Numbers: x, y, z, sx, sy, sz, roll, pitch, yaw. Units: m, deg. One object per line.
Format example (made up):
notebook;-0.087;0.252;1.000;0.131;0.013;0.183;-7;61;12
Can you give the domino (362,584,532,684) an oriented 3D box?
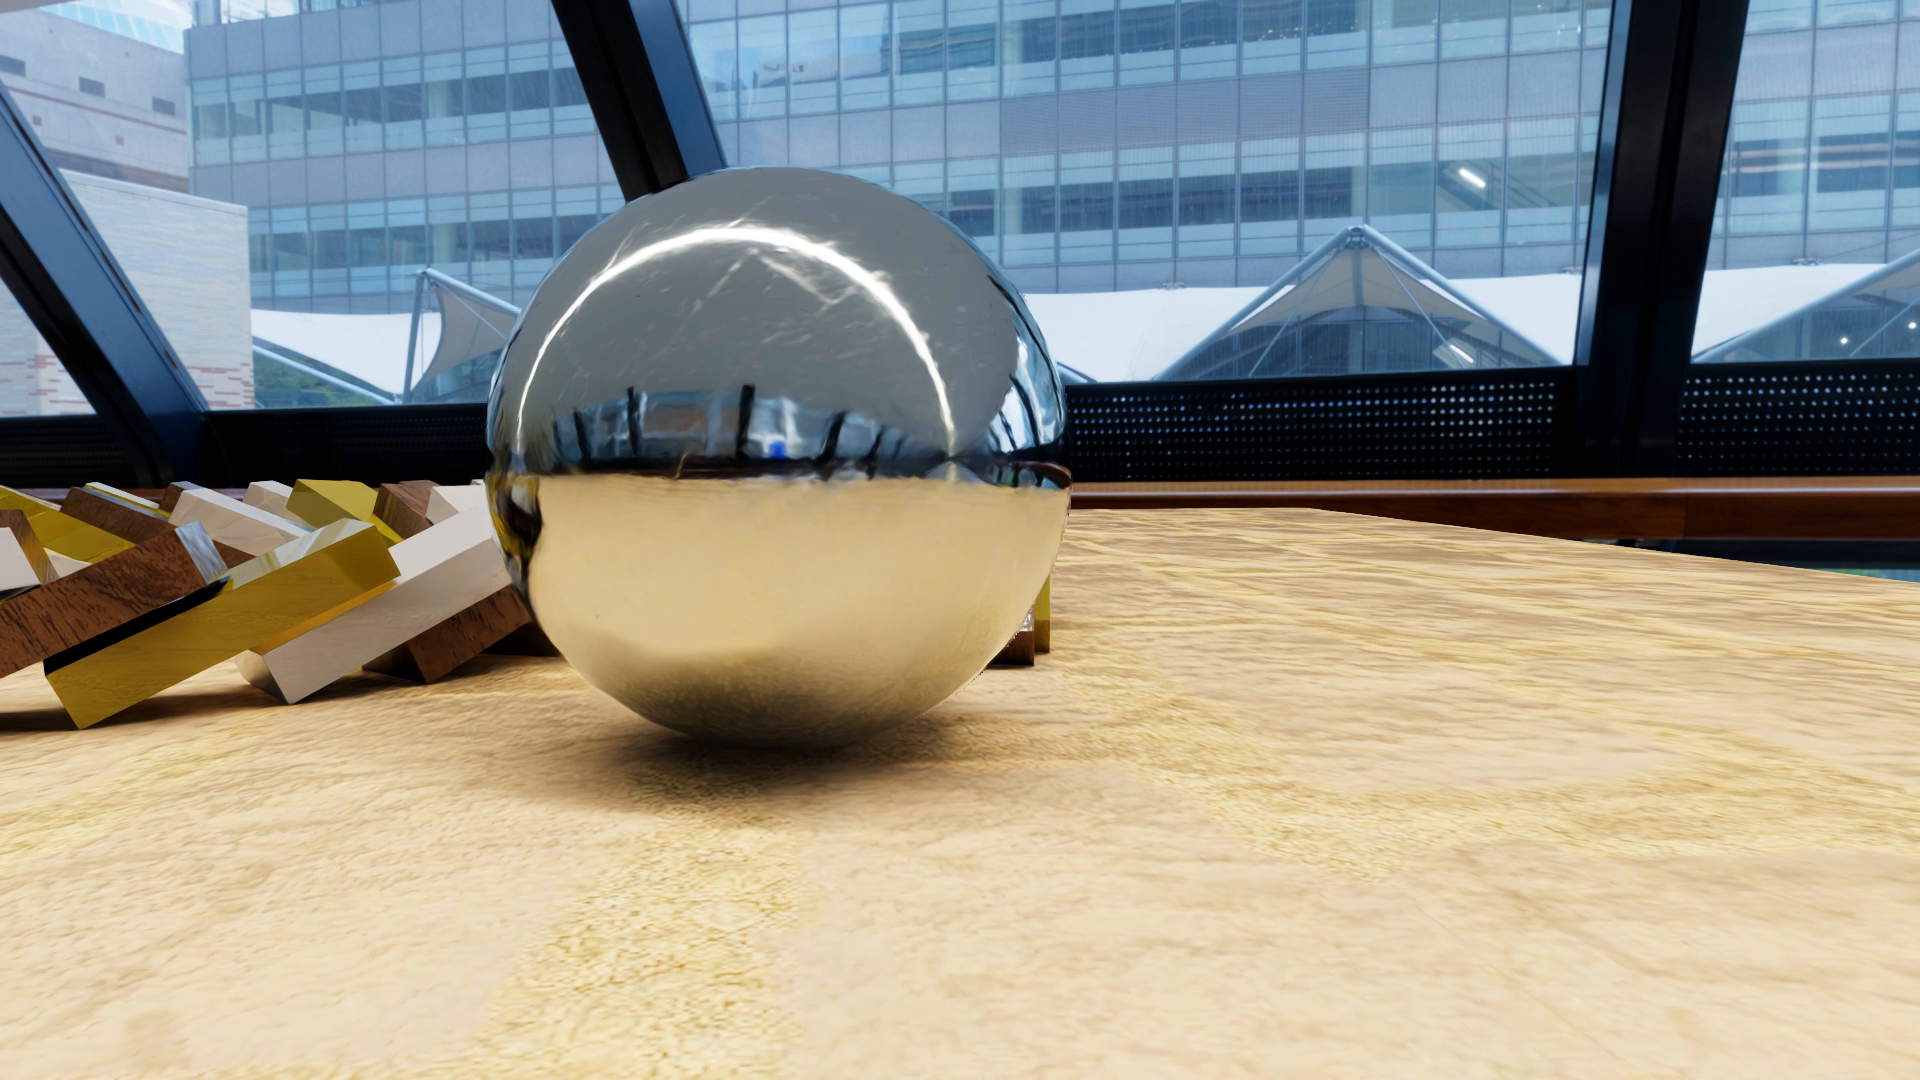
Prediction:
domino;-0.090;0.009;0.249;0.025;0.009;0.050;4;30;40

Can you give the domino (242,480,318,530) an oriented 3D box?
domino;-0.233;-0.007;0.471;0.050;0.009;0.025;23;-1;-12

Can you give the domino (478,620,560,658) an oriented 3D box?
domino;-0.088;0.007;0.278;0.025;0.009;0.050;1;30;13

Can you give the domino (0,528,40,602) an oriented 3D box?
domino;-0.164;0.014;0.182;0.050;0.009;0.025;-25;6;-1

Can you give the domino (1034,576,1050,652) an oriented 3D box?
domino;0.007;0.003;0.278;0.025;0.009;0.050;0;42;4

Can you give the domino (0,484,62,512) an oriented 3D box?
domino;-0.297;-0.005;0.432;0.050;0.010;0.025;27;-13;-35

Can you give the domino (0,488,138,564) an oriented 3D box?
domino;-0.234;0.001;0.339;0.025;0.009;0.050;3;-23;37

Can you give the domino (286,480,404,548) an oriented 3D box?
domino;-0.172;-0.002;0.383;0.050;0.009;0.025;29;9;15

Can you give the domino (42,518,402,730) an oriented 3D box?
domino;-0.121;0.012;0.212;0.050;0.010;0.025;-31;21;-30

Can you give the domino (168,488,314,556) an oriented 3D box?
domino;-0.197;0.000;0.371;0.050;0.009;0.025;25;-4;-18

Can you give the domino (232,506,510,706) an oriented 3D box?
domino;-0.102;0.010;0.231;0.025;0.009;0.050;7;33;46

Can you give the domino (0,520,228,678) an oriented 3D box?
domino;-0.141;0.013;0.195;0.050;0.010;0.025;-28;14;-19

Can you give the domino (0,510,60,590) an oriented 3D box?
domino;-0.219;0.007;0.286;0.025;0.010;0.050;-2;-19;-27

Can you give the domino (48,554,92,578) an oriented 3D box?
domino;-0.242;0.006;0.311;0.025;0.009;0.050;-4;-16;22

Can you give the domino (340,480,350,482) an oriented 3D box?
domino;-0.209;-0.008;0.478;0.050;0.009;0.025;23;1;-9

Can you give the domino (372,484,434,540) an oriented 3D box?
domino;-0.147;-0.001;0.378;0.050;0.009;0.025;31;17;30

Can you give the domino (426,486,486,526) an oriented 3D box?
domino;-0.126;0.000;0.362;0.050;0.009;0.025;34;24;32

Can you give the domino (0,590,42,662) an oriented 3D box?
domino;-0.199;0.018;0.266;0.025;0.009;0.050;-3;5;-38

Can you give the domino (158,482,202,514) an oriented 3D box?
domino;-0.256;-0.007;0.461;0.050;0.009;0.025;24;-4;-19

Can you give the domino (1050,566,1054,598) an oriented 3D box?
domino;0.009;0.001;0.294;0.025;0.010;0.050;3;43;7

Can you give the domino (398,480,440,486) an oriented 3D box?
domino;-0.184;-0.008;0.483;0.050;0.009;0.025;24;4;-1

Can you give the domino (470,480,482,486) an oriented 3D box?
domino;-0.158;-0.008;0.485;0.050;0.010;0.025;25;9;9

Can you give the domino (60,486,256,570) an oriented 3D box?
domino;-0.222;0.000;0.362;0.050;0.010;0.025;25;-9;-21

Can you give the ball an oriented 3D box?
ball;-0.024;-0.011;0.180;0.080;0.080;0.080;0;4;0

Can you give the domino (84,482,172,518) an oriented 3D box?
domino;-0.278;-0.006;0.449;0.050;0.009;0.025;25;-7;-26

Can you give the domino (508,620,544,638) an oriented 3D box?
domino;-0.088;0.005;0.302;0.025;0.009;0.050;0;30;3

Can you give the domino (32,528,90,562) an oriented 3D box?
domino;-0.311;-0.003;0.409;0.025;0.009;0.050;3;-18;38

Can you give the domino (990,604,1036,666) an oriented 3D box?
domino;0.003;0.004;0.263;0.025;0.010;0.050;0;42;4
